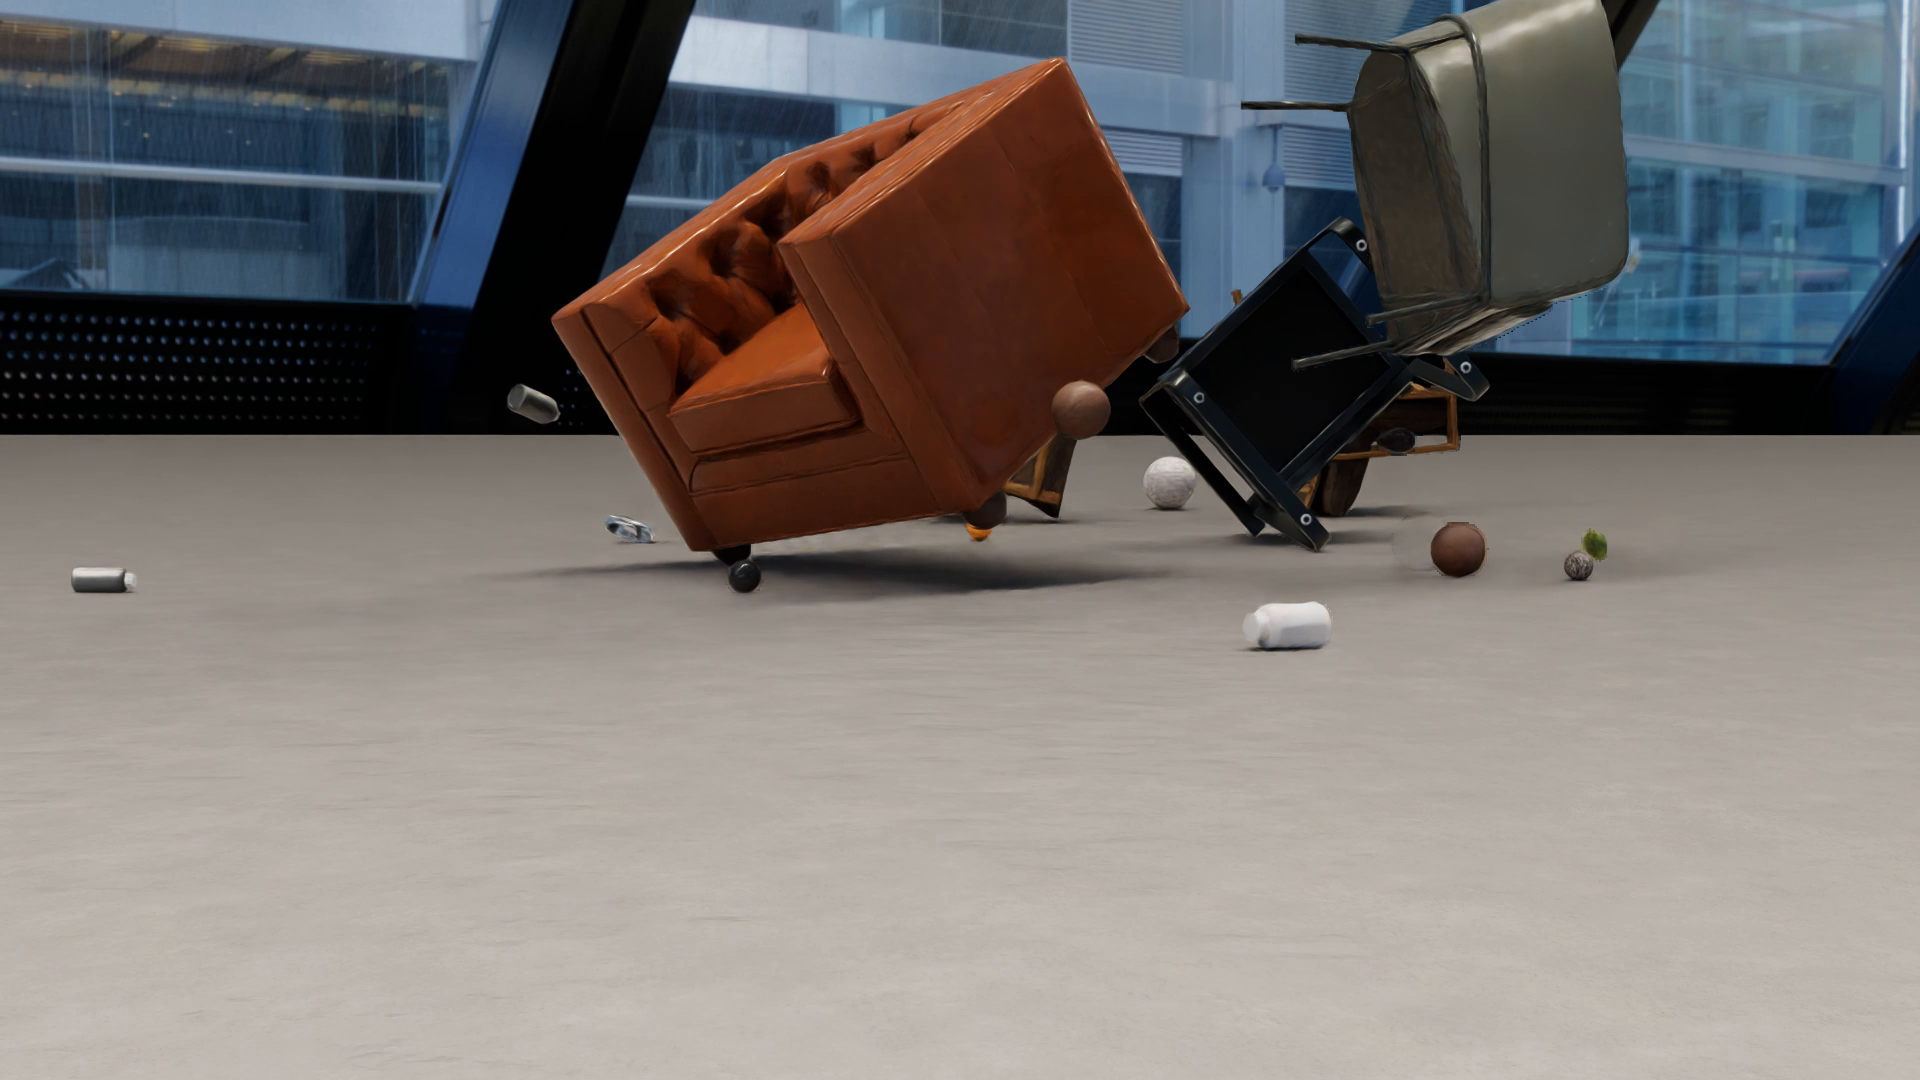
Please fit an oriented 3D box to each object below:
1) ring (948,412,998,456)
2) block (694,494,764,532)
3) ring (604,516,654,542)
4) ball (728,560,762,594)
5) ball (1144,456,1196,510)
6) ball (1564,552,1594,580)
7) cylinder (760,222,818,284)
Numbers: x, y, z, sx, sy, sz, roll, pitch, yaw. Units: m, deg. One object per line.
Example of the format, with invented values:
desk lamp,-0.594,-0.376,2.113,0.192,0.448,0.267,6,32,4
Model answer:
ring,0.038,-0.309,6.384,0.168,0.101,0.061,-37,23,-10
block,-0.729,-0.085,6.948,0.197,0.114,0.161,0,4,2
ring,-0.966,-0.032,6.419,0.150,0.050,0.133,17,7,-26
ball,-0.474,0.080,4.837,0.075,0.075,0.075,0,4,0
ball,0.782,-0.212,8.192,0.198,0.198,0.198,0,4,0
ball,1.455,0.061,5.172,0.067,0.067,0.067,0,4,0
cylinder,-0.615,-1.031,7.893,0.147,0.153,0.170,32,-16,37
